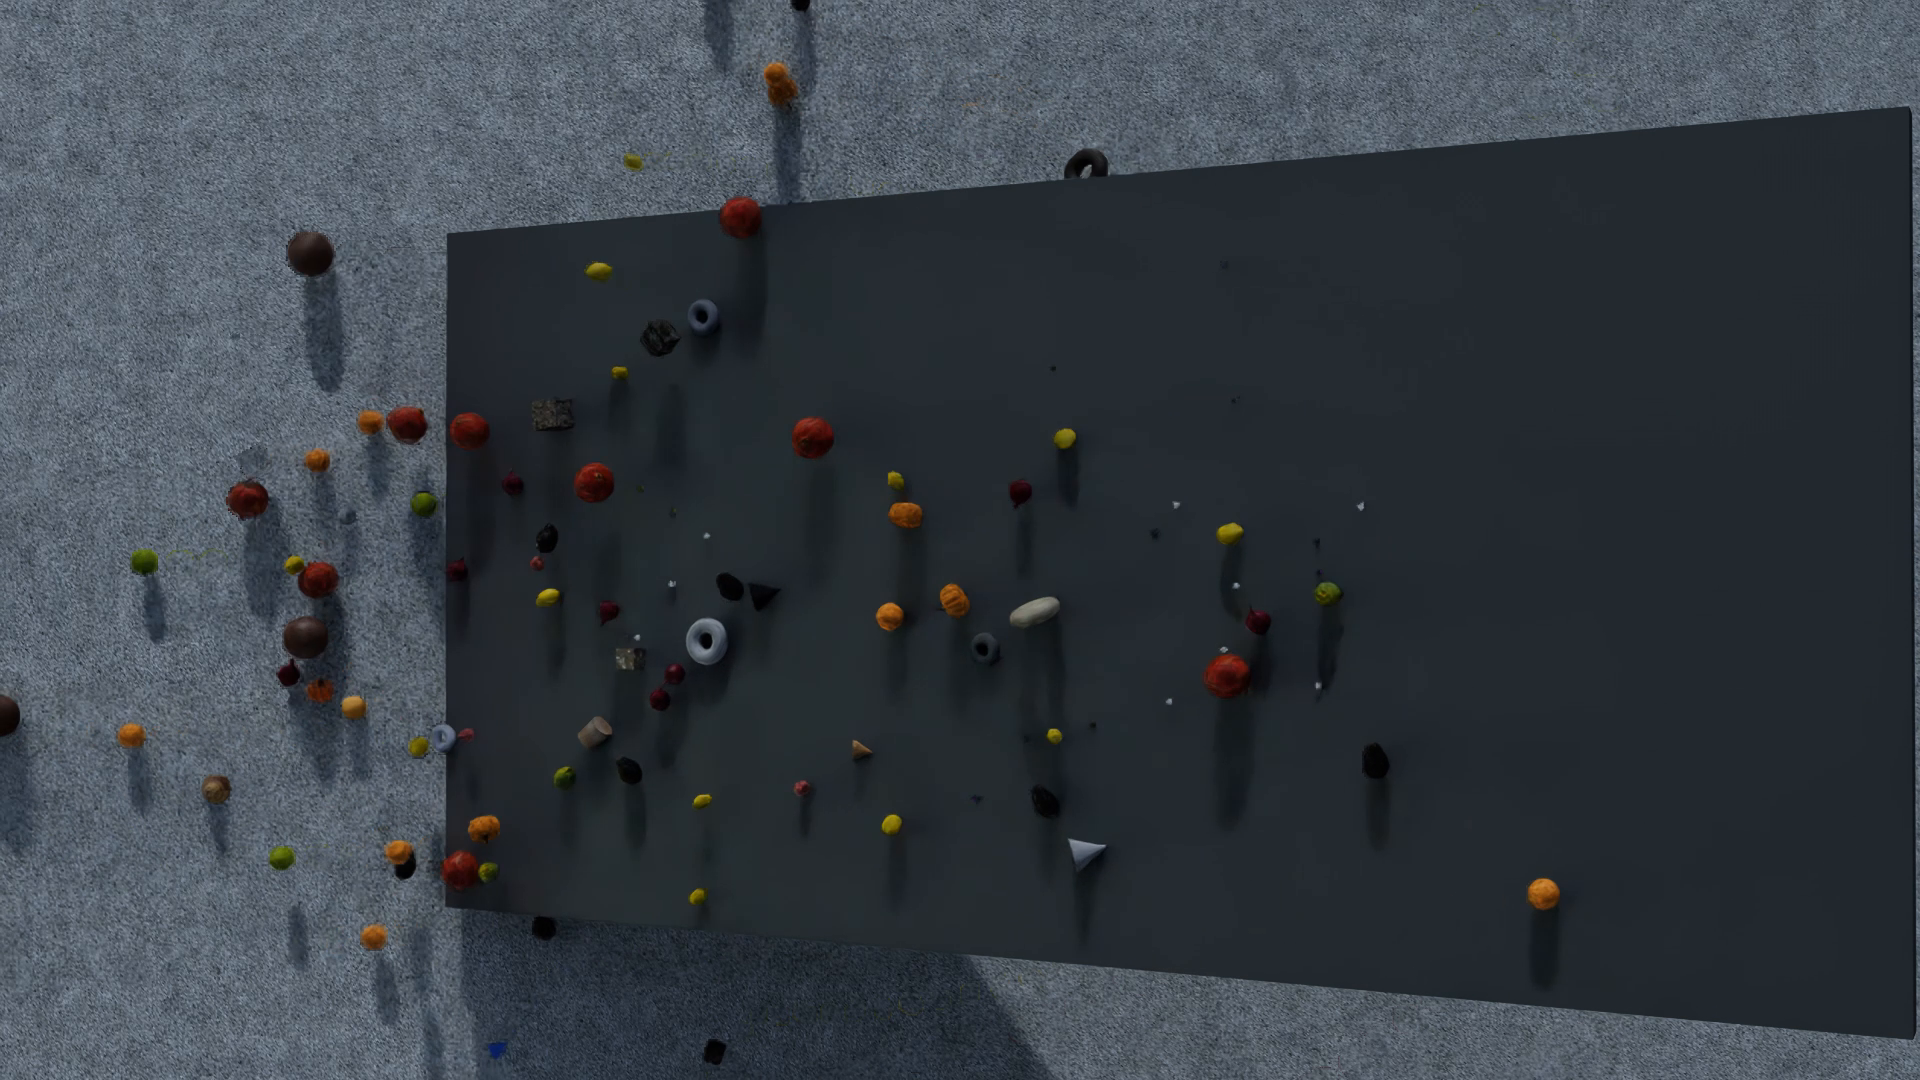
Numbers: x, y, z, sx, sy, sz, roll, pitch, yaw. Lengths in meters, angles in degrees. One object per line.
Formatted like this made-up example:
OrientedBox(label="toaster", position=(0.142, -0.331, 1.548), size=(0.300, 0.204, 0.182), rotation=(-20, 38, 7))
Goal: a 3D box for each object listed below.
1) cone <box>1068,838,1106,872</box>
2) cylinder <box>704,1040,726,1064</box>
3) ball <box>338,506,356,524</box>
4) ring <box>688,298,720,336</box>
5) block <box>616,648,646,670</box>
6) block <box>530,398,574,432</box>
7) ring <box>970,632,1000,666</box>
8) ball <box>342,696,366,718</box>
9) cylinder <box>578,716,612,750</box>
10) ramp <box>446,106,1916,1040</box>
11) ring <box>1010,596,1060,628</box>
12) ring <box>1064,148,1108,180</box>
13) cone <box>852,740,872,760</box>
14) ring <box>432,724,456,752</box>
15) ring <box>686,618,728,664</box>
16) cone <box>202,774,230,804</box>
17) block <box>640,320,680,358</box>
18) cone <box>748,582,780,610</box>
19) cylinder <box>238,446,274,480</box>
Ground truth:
OrientedBox(label="cone", position=(0.329, 0.785, 5.552), size=(0.090, 0.090, 0.090), rotation=(-16, 89, -1))
OrientedBox(label="cylinder", position=(-0.733, 1.533, 6.574), size=(0.054, 0.054, 0.054), rotation=(19, 88, 0))
OrientedBox(label="ball", position=(-1.837, -0.075, 6.591), size=(0.056, 0.056, 0.056), rotation=(0, 89, 0))
OrientedBox(label="ring", position=(-0.712, -0.618, 6.102), size=(0.103, 0.034, 0.103), rotation=(0, 91, 28))
OrientedBox(label="block", position=(-0.925, 0.334, 6.187), size=(0.058, 0.058, 0.058), rotation=(0, 89, 27))
OrientedBox(label="block", position=(-1.169, -0.360, 6.305), size=(0.082, 0.082, 0.082), rotation=(-8, 86, 27))
OrientedBox(label="ring", position=(0.064, 0.284, 5.692), size=(0.089, 0.030, 0.089), rotation=(6, 99, 38))
OrientedBox(label="ball", position=(-1.814, 0.500, 6.578), size=(0.070, 0.070, 0.070), rotation=(0, 89, 0))
OrientedBox(label="cylinder", position=(-1.034, 0.549, 6.234), size=(0.068, 0.068, 0.068), rotation=(46, 110, 0))
OrientedBox(label="ramp", position=(0.279, 0.079, 5.663), size=(4.000, 0.100, 2.000), rotation=(0, 89, 27))
OrientedBox(label="ring", position=(0.190, 0.184, 5.577), size=(0.136, 0.136, 0.045), rotation=(-22, 97, 0))
OrientedBox(label="ring", position=(0.377, -1.097, 6.558), size=(0.148, 0.049, 0.148), rotation=(-11, 71, 34))
OrientedBox(label="cone", position=(-0.257, 0.563, 5.862), size=(0.056, 0.056, 0.056), rotation=(6, 89, 0))
OrientedBox(label="ring", position=(-1.528, 0.586, 6.509), size=(0.086, 0.029, 0.086), rotation=(0, 90, 26))
OrientedBox(label="ring", position=(-0.699, 0.280, 6.080), size=(0.131, 0.044, 0.131), rotation=(-1, 87, 27))
OrientedBox(label="cone", position=(-2.236, 0.748, 6.565), size=(0.090, 0.090, 0.090), rotation=(0, 89, 0))
OrientedBox(label="block", position=(-0.831, -0.558, 6.094), size=(0.068, 0.068, 0.068), rotation=(51, 126, 11))
OrientedBox(label="cone", position=(-0.525, 0.143, 5.996), size=(0.083, 0.083, 0.083), rotation=(-18, 89, -1))
OrientedBox(label="cylinder", position=(-2.095, -0.231, 6.539), size=(0.077, 0.077, 0.077), rotation=(-33, 89, -14))
